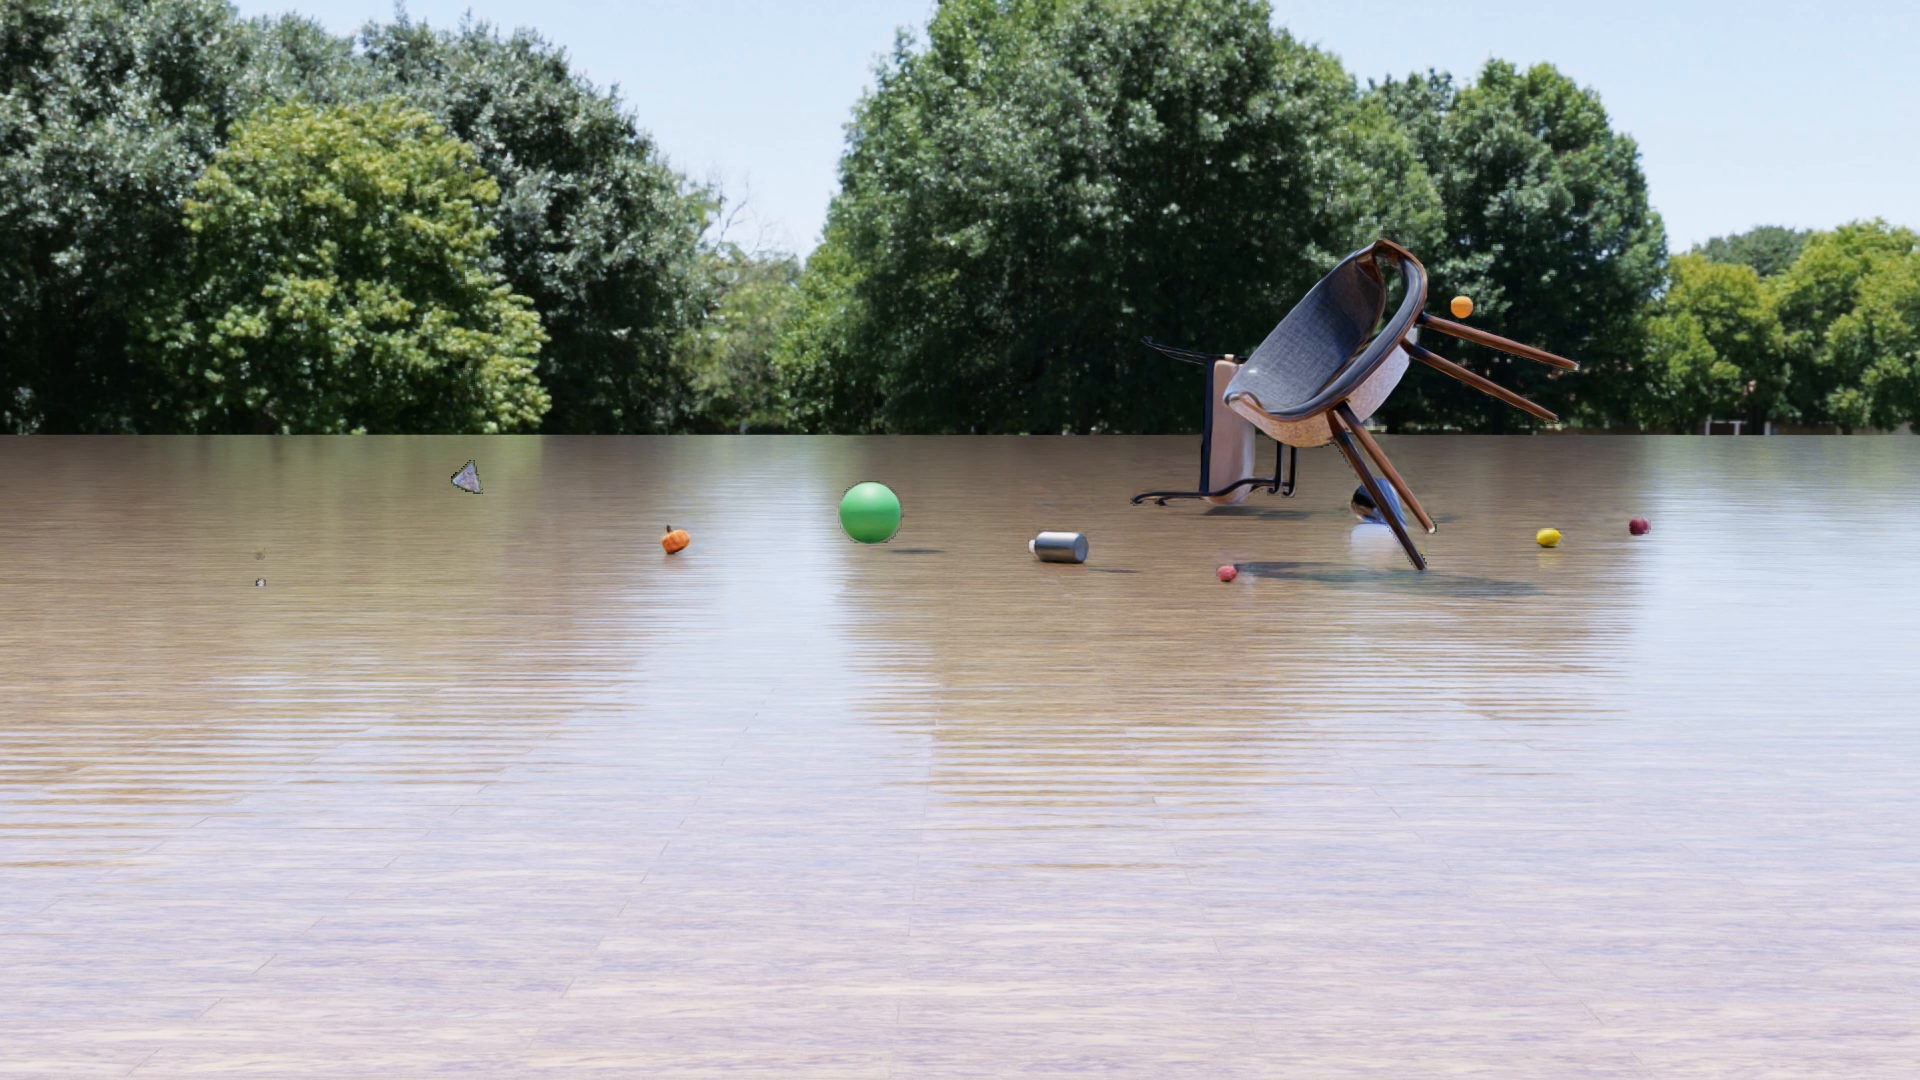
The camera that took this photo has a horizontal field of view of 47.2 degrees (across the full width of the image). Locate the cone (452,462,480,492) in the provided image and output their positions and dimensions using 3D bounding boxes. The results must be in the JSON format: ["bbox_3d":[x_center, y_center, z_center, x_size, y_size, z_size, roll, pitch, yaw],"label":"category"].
[{"bbox_3d":[-1.580,-0.213,7.079,0.099,0.090,0.035,21,24,7],"label":"cone"}]

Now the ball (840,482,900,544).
[{"bbox_3d":[-0.260,-0.078,6.384,0.178,0.178,0.178,0,4,0],"label":"ball"}]

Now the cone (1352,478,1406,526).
[{"bbox_3d":[1.428,-0.089,7.297,0.162,0.148,0.299,-31,21,0],"label":"cone"}]
